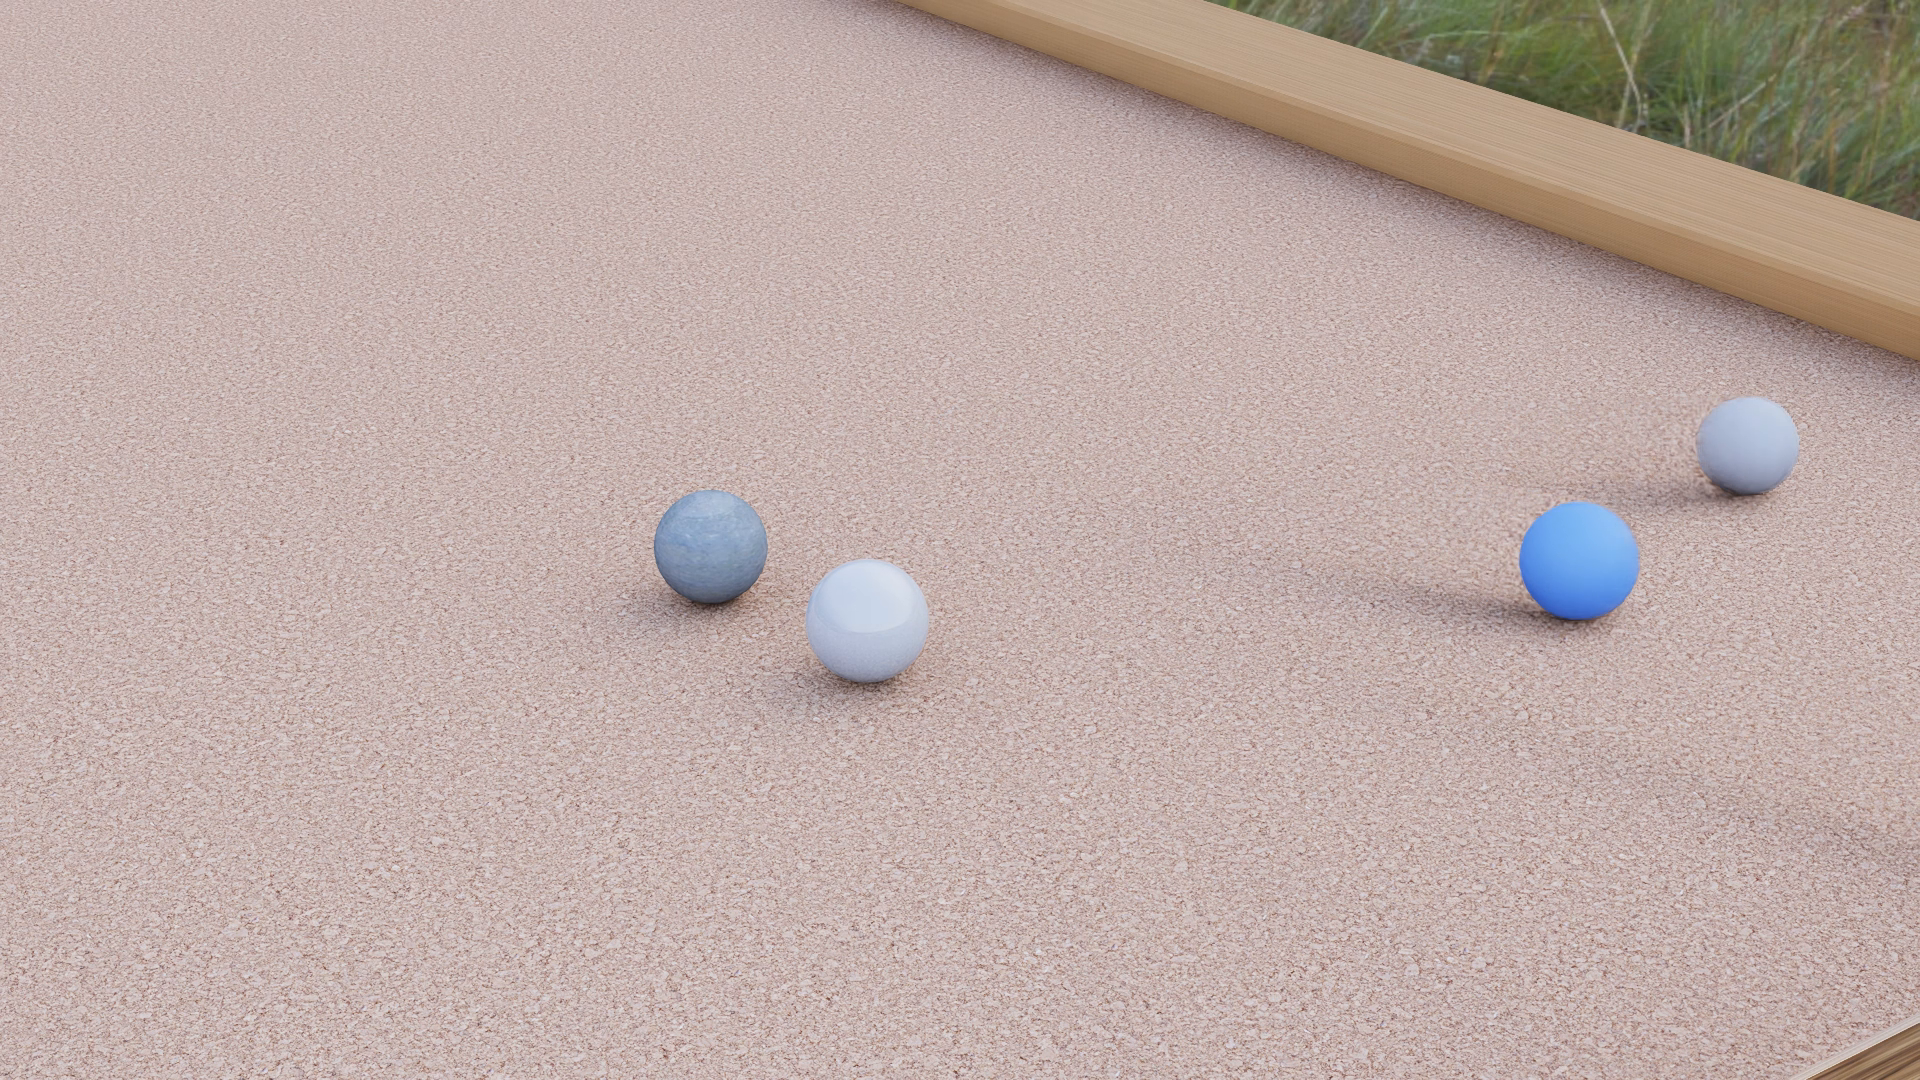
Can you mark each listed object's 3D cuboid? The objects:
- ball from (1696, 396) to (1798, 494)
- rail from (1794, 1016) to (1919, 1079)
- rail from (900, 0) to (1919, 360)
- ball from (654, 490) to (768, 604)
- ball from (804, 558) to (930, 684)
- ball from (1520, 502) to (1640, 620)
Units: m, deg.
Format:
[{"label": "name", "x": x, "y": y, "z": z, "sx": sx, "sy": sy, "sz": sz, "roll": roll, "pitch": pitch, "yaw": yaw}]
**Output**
[{"label": "ball", "x": 0.636, "y": -0.076, "z": 2.377, "sx": 0.079, "sy": 0.079, "sz": 0.079, "roll": 0, "pitch": 24, "yaw": 0}, {"label": "rail", "x": 0.509, "y": 0.275, "z": 1.538, "sx": 1.990, "sy": 0.125, "sz": 0.045, "roll": -16, "pitch": 29, "yaw": -32}, {"label": "rail", "x": 0.270, "y": -0.551, "z": 3.377, "sx": 0.045, "sy": 0.125, "sz": 3.613, "roll": -16, "pitch": 29, "yaw": -32}, {"label": "ball", "x": -0.185, "y": 0.005, "z": 2.189, "sx": 0.085, "sy": 0.085, "sz": 0.085, "roll": 0, "pitch": 24, "yaw": 0}, {"label": "ball", "x": -0.065, "y": 0.057, "z": 2.070, "sx": 0.087, "sy": 0.087, "sz": 0.087, "roll": 0, "pitch": 24, "yaw": 0}, {"label": "ball", "x": 0.456, "y": 0.015, "z": 2.164, "sx": 0.087, "sy": 0.087, "sz": 0.087, "roll": 0, "pitch": 24, "yaw": 0}]
